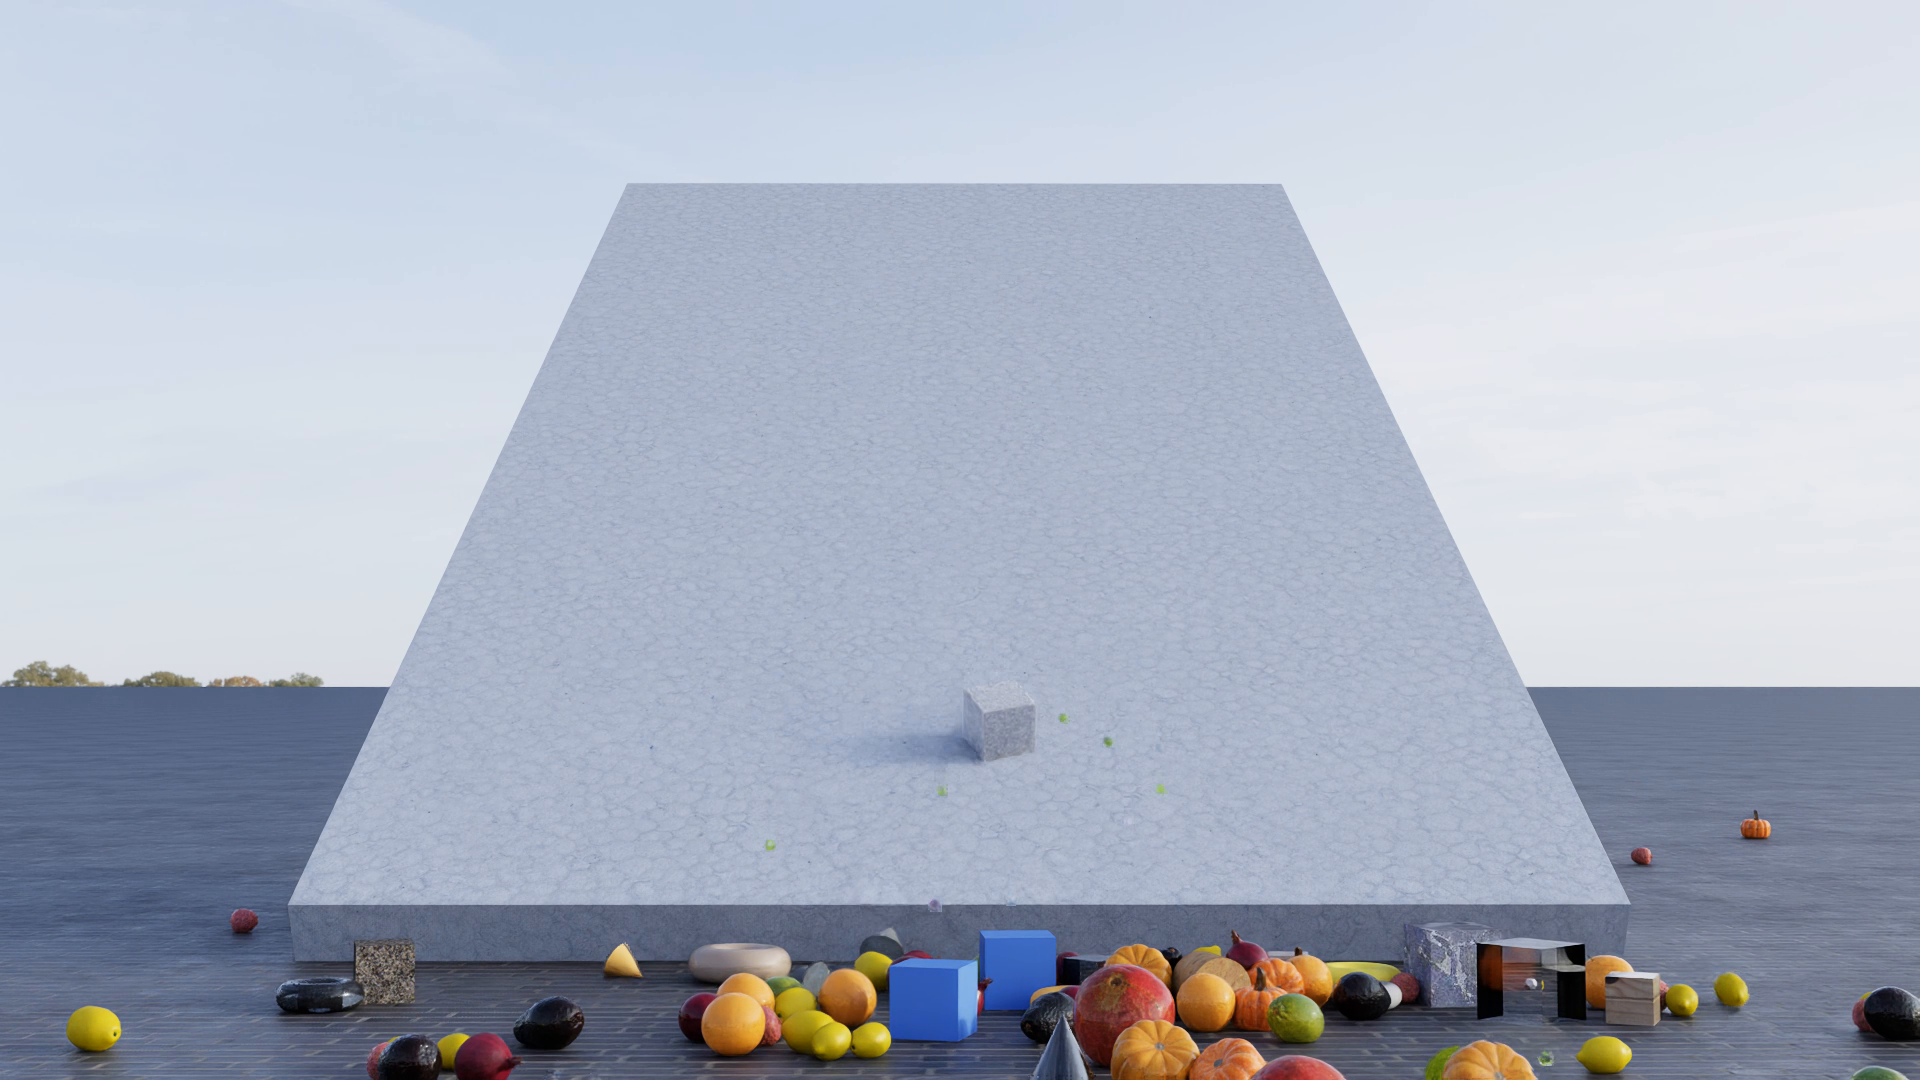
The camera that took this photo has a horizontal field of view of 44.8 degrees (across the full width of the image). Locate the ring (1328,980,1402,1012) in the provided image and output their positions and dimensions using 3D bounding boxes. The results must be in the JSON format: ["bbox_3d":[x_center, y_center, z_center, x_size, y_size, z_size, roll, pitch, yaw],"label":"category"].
[{"bbox_3d":[0.523,0.588,3.007,0.094,0.031,0.094,-1,-3,0],"label":"ring"}]

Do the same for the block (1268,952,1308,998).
[{"bbox_3d":[0.442,0.585,3.138,0.054,0.054,0.054,-1,-3,9],"label":"block"}]

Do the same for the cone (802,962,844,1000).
[{"bbox_3d":[-0.174,0.598,3.098,0.053,0.053,0.053,34,-22,-30],"label":"cone"}]

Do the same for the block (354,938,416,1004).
[{"bbox_3d":[-0.763,0.571,3.082,0.075,0.075,0.075,1,-4,-17],"label":"block"}]

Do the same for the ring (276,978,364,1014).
[{"bbox_3d":[-0.823,0.585,2.993,0.111,0.037,0.111,0,-5,0],"label":"ring"}]

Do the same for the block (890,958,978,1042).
[{"bbox_3d":[-0.031,0.548,2.779,0.084,0.084,0.084,-1,-4,16],"label":"block"}]

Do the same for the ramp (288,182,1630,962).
[{"bbox_3d":[-0.008,-0.228,5.312,2.000,0.100,4.000,0,24,0],"label":"ramp"}]

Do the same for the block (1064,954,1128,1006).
[{"bbox_3d":[0.177,0.576,3.044,0.060,0.060,0.060,-3,-5,42],"label":"block"}]

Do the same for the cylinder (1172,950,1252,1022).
[{"bbox_3d":[0.315,0.560,2.921,0.079,0.079,0.079,1,-4,-13],"label":"cylinder"}]

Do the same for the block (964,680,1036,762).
[{"bbox_3d":[0.066,0.302,3.891,0.093,0.093,0.093,-9,26,-19],"label":"block"}]

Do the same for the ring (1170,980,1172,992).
[{"bbox_3d":[0.318,0.599,3.128,0.075,0.025,0.075,-1,-5,0],"label":"ring"}]

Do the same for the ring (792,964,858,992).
[{"bbox_3d":[-0.185,0.599,3.180,0.091,0.030,0.091,1,-2,0],"label":"ring"}]

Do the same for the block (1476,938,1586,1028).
[{"bbox_3d":[0.711,0.550,2.899,0.095,0.095,0.095,3,-5,-42],"label":"block"}]

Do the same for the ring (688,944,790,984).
[{"bbox_3d":[-0.310,0.597,3.280,0.144,0.048,0.144,1,-4,0],"label":"ring"}]

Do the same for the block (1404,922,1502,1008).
[{"bbox_3d":[0.649,0.559,3.067,0.098,0.098,0.098,1,-3,-10],"label":"block"}]

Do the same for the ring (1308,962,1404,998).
[{"bbox_3d":[0.530,0.590,3.112,0.127,0.042,0.127,0,-5,0],"label":"ring"}]

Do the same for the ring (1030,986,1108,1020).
[{"bbox_3d":[0.138,0.583,2.939,0.100,0.033,0.100,-1,-4,0],"label":"ring"}]

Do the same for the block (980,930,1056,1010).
[{"bbox_3d":[0.075,0.560,3.035,0.091,0.091,0.091,0,-3,-4],"label":"block"}]

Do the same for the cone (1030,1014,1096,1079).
[{"bbox_3d":[0.101,0.513,2.291,0.095,0.095,0.095,0,-3,0],"label":"cone"}]

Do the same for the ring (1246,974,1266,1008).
[{"bbox_3d":[0.343,0.587,3.035,0.112,0.037,0.112,-1,-3,0],"label":"ring"}]

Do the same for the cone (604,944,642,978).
[{"bbox_3d":[-0.472,0.611,3.319,0.050,0.050,0.050,27,6,19],"label":"cone"}]

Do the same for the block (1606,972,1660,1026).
[{"bbox_3d":[0.834,0.568,2.886,0.057,0.057,0.057,-2,-4,24],"label":"block"}]
